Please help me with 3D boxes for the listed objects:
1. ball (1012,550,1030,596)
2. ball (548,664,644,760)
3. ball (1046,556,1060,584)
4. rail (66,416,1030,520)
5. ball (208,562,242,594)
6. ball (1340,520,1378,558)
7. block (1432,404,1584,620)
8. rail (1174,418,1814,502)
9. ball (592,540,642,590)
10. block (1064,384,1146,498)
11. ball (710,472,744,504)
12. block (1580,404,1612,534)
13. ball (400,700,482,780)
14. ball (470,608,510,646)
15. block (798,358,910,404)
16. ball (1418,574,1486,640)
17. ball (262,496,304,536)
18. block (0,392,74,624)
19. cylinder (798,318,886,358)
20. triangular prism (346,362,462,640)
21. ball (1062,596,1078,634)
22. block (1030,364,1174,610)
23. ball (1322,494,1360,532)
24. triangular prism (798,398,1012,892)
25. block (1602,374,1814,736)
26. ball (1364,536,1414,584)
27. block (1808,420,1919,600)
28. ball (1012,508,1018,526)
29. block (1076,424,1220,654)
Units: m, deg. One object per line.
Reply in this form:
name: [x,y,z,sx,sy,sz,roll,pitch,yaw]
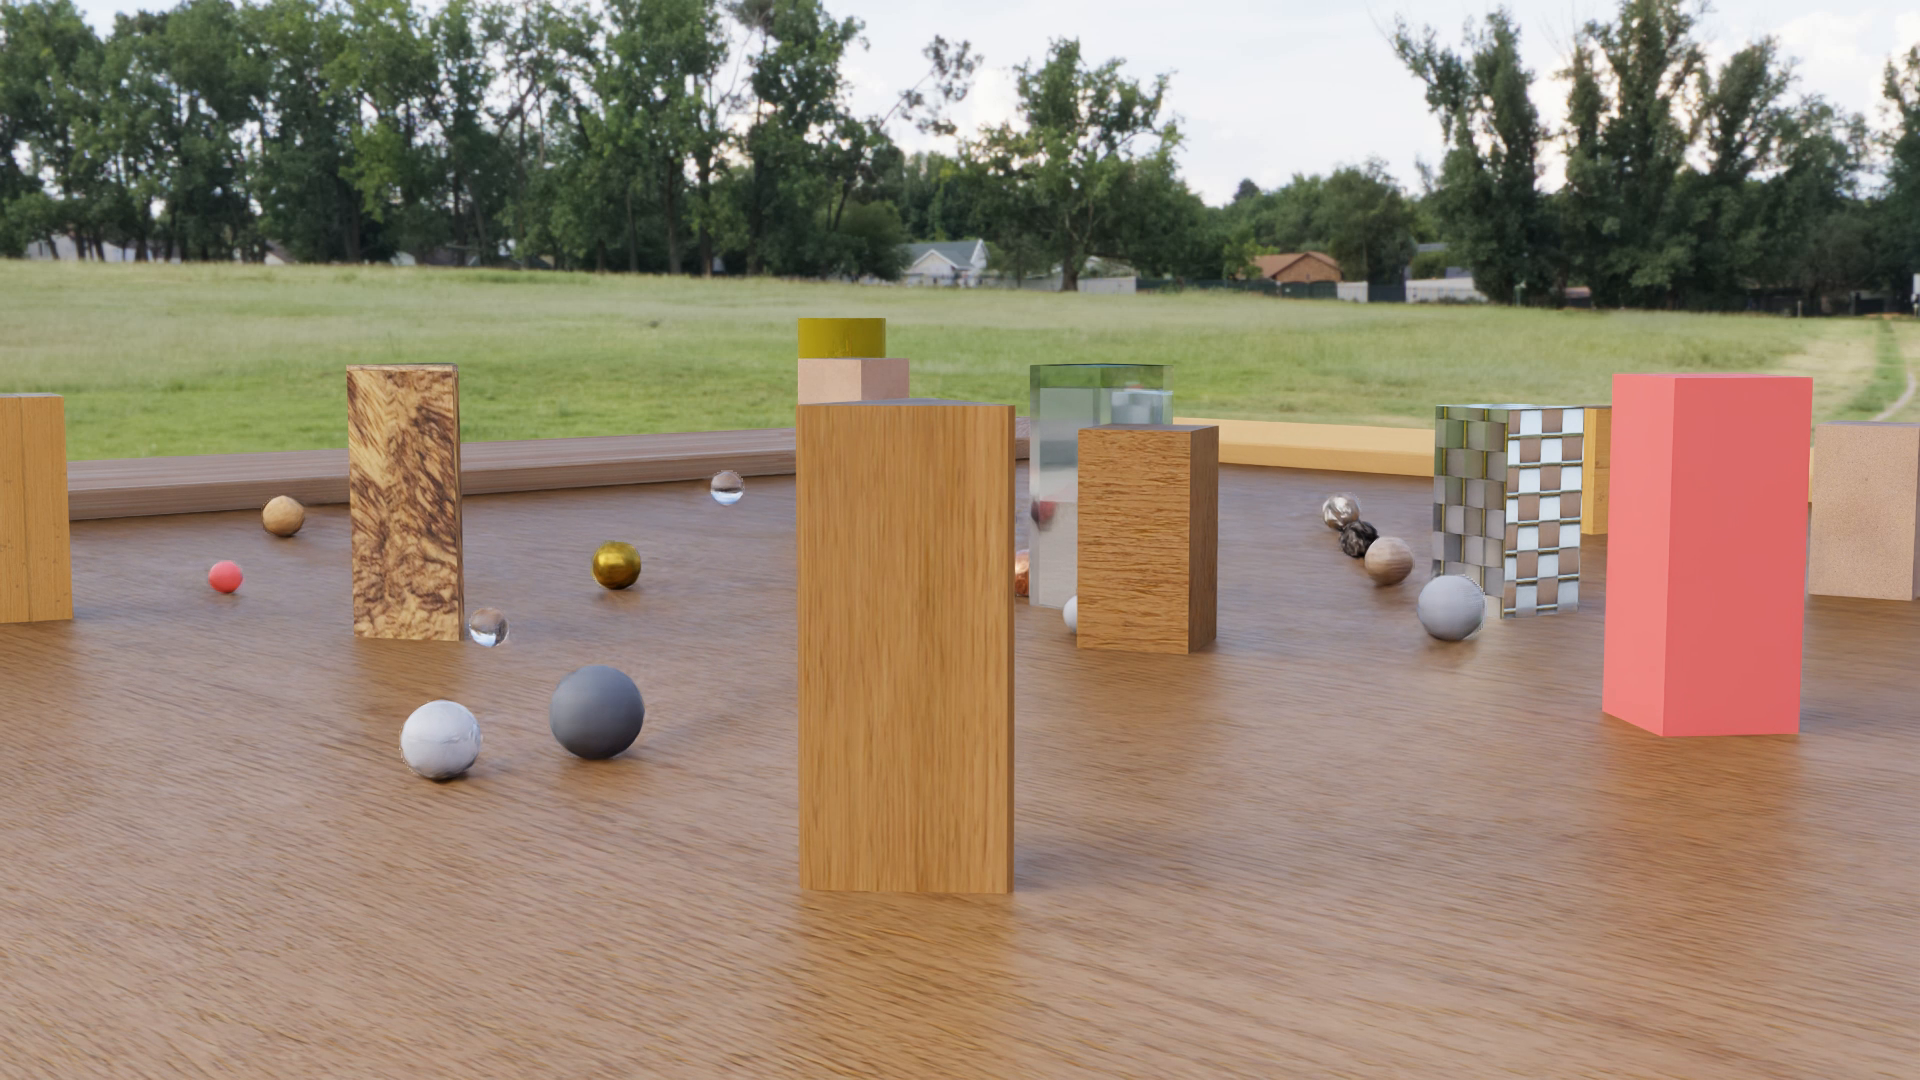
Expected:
ball: [0.105,0.051,3.397,0.072,0.072,0.072,0,6,0]
ball: [-0.359,0.170,2.172,0.094,0.094,0.094,0,6,0]
ball: [0.137,0.048,3.541,0.047,0.047,0.047,0,6,0]
rail: [-1.483,-0.138,4.930,5.191,0.122,0.045,-6,8,-42]
ball: [-1.146,0.058,3.433,0.050,0.050,0.050,0,6,0]
ball: [0.709,-0.001,3.905,0.068,0.068,0.068,0,6,0]
block: [0.804,-0.047,3.235,0.150,0.300,0.150,-4,7,-31]
rail: [1.890,-0.152,5.066,0.045,0.122,4.420,-6,8,-42]
ball: [-0.542,0.040,3.474,0.078,0.078,0.078,0,6,0]
block: [0.341,-0.231,5.165,0.150,0.260,0.150,3,7,24]
ball: [-0.527,-0.116,4.968,0.074,0.074,0.074,0,6,0]
block: [1.272,-0.144,4.411,0.150,0.246,0.150,-3,7,-29]
ball: [-0.490,0.189,2.081,0.075,0.075,0.075,0,6,0]
ball: [-0.619,0.115,2.892,0.051,0.051,0.051,0,6,0]
block: [-0.201,-0.170,4.172,0.150,0.348,0.150,4,7,35]
ball: [0.658,0.090,2.946,0.088,0.088,0.088,0,6,0]
ball: [-1.318,-0.046,4.284,0.079,0.079,0.079,0,6,0]
block: [-1.373,-0.049,3.166,0.150,0.318,0.150,-3,7,-29]
cylinder: [-0.249,-0.258,4.650,0.187,0.421,0.187,0,6,0]
triangular prism: [-0.727,-0.057,3.014,0.162,0.368,0.141,2,6,14]
ball: [0.168,0.101,2.997,0.056,0.056,0.056,0,6,0]
block: [0.210,-0.080,3.273,0.150,0.359,0.150,-5,8,-40]
ball: [0.760,-0.055,4.382,0.076,0.076,0.076,0,6,0]
triangular prism: [-0.036,0.076,1.735,0.162,0.371,0.141,0,6,4]
block: [0.795,0.011,2.350,0.150,0.372,0.150,-1,6,-7]
ball: [0.692,0.033,3.543,0.077,0.077,0.077,0,6,0]
block: [1.425,-0.050,3.434,0.150,0.264,0.150,4,7,33]
ball: [0.093,-0.047,4.444,0.046,0.046,0.046,0,6,0]
block: [0.250,-0.006,2.912,0.150,0.287,0.150,2,6,20]
